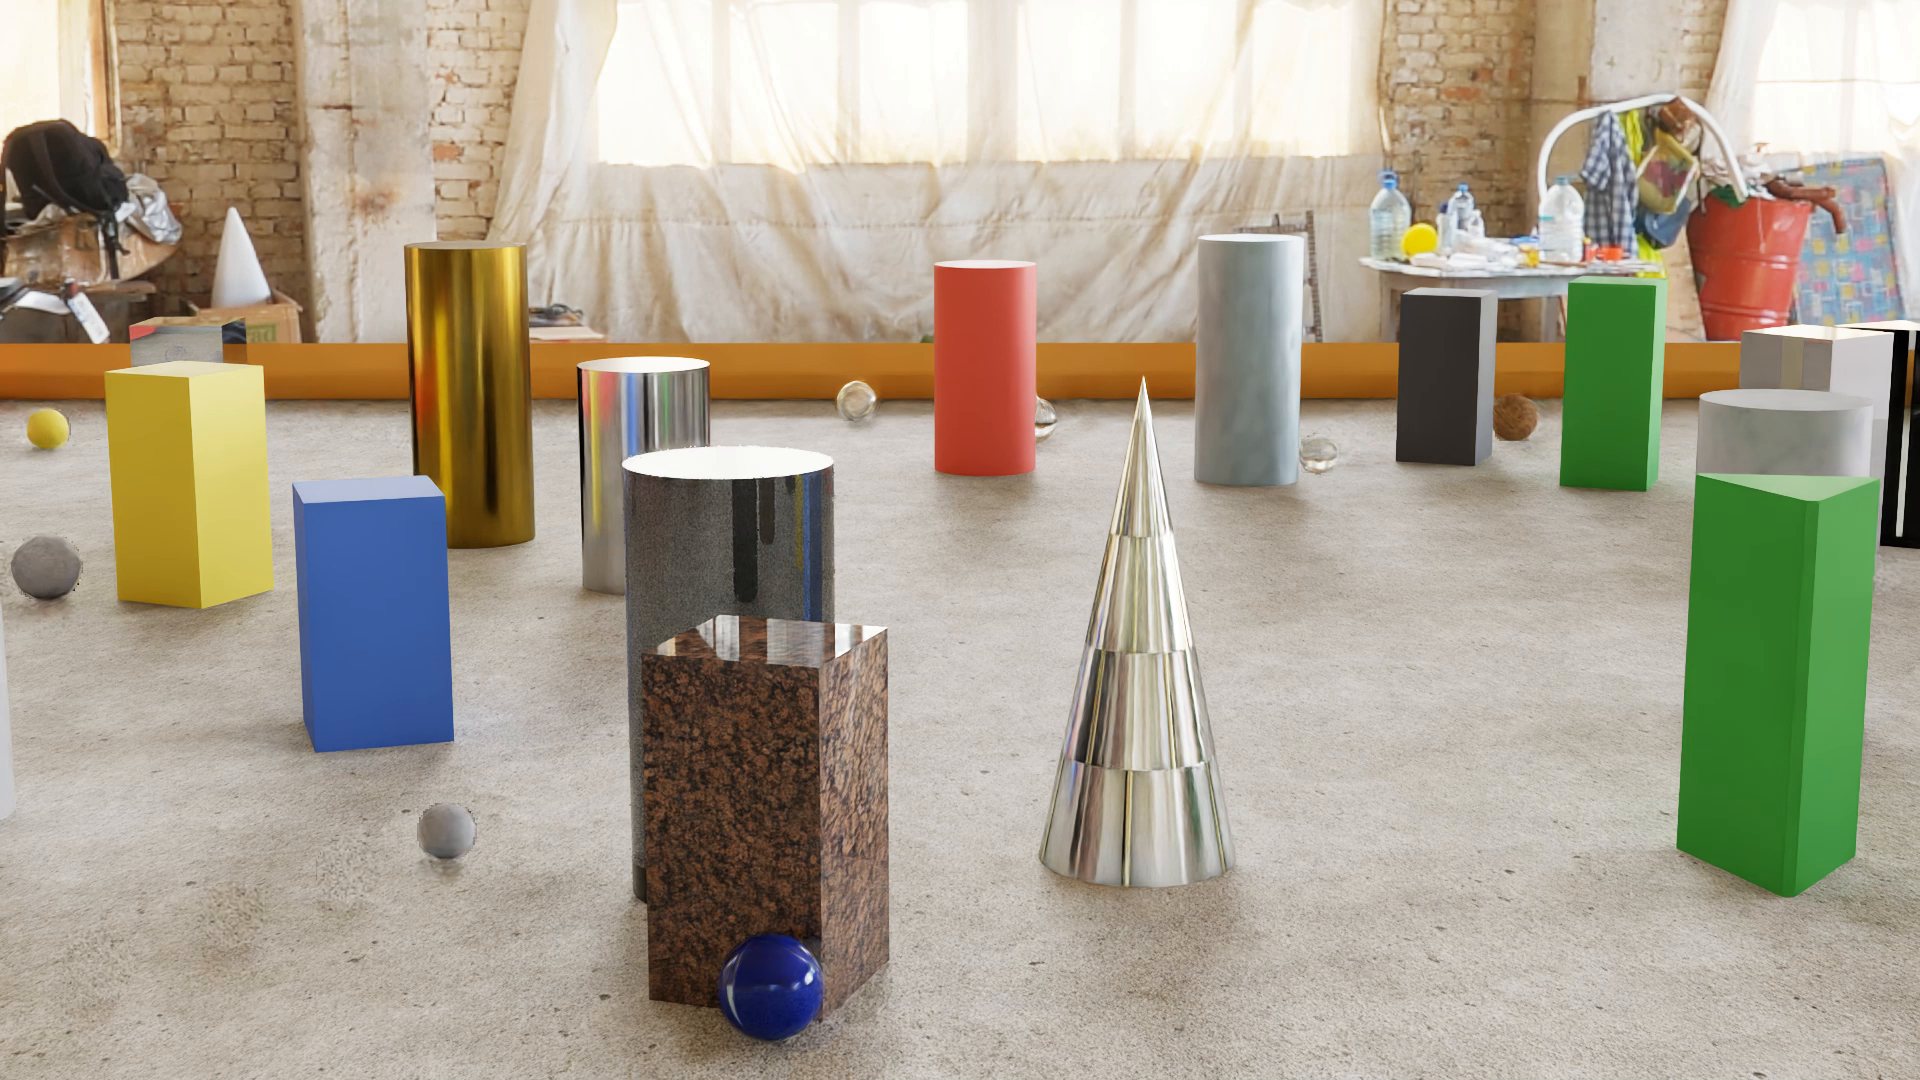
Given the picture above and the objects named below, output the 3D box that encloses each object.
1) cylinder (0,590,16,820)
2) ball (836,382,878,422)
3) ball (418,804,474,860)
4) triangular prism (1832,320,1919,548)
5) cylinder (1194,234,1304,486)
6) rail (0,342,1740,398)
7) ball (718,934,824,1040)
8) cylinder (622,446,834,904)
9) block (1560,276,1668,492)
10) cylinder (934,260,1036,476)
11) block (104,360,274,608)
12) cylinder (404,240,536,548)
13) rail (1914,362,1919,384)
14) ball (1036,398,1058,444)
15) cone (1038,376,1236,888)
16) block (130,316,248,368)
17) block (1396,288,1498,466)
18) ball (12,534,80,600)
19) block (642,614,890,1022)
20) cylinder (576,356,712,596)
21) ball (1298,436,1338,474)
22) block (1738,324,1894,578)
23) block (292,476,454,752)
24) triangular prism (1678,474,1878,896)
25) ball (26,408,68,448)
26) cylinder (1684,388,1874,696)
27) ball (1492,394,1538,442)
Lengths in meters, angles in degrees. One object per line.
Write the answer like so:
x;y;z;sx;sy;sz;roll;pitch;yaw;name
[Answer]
-1.020;0.106;2.477;0.183;0.330;0.183;0;11;0;cylinder
-0.210;-0.282;5.219;0.083;0.083;0.083;0;11;0;ball
-0.474;0.269;2.368;0.051;0.051;0.051;0;11;0;ball
1.423;-0.166;3.932;0.158;0.330;0.137;6;12;29;triangular prism
0.504;-0.316;4.481;0.183;0.422;0.183;0;11;0;cylinder
-0.012;-0.364;5.557;4.240;0.119;0.045;0;11;0;rail
-0.142;0.336;1.931;0.080;0.080;0.080;0;11;0;ball
-0.201;0.120;2.262;0.183;0.382;0.183;0;11;0;cylinder
1.133;-0.274;4.447;0.146;0.352;0.146;4;11;22;block
0.045;-0.311;4.601;0.183;0.368;0.183;0;11;0;cylinder
-1.054;-0.079;3.514;0.146;0.313;0.146;5;12;25;block
-0.747;-0.225;3.918;0.183;0.450;0.183;0;11;0;cylinder
2.096;0.028;3.462;0.045;0.119;4.335;0;11;0;rail
0.142;-0.230;4.922;0.090;0.090;0.090;0;11;0;ball
0.164;0.073;2.336;0.183;0.448;0.183;0;11;0;cone
-1.251;-0.203;4.186;0.146;0.309;0.146;0;11;-1;block
0.897;-0.303;4.724;0.146;0.307;0.146;5;12;23;block
-1.248;0.037;3.503;0.089;0.089;0.089;0;11;0;ball
-0.151;0.215;2.033;0.146;0.279;0.146;4;11;19;block
-0.439;-0.091;3.588;0.183;0.310;0.183;0;11;0;cylinder
0.637;-0.152;4.565;0.069;0.069;0.069;0;11;0;ball
1.204;-0.120;3.635;0.146;0.349;0.146;-8;13;-37;block
-0.641;0.077;2.798;0.146;0.269;0.146;-4;11;-19;block
0.726;0.121;2.331;0.137;0.354;0.158;8;13;38;triangular prism
-1.730;-0.211;4.861;0.076;0.076;0.076;0;11;0;ball
0.907;0.022;2.851;0.183;0.359;0.183;0;11;0;cylinder
1.069;-0.236;4.950;0.092;0.092;0.092;0;11;0;ball
